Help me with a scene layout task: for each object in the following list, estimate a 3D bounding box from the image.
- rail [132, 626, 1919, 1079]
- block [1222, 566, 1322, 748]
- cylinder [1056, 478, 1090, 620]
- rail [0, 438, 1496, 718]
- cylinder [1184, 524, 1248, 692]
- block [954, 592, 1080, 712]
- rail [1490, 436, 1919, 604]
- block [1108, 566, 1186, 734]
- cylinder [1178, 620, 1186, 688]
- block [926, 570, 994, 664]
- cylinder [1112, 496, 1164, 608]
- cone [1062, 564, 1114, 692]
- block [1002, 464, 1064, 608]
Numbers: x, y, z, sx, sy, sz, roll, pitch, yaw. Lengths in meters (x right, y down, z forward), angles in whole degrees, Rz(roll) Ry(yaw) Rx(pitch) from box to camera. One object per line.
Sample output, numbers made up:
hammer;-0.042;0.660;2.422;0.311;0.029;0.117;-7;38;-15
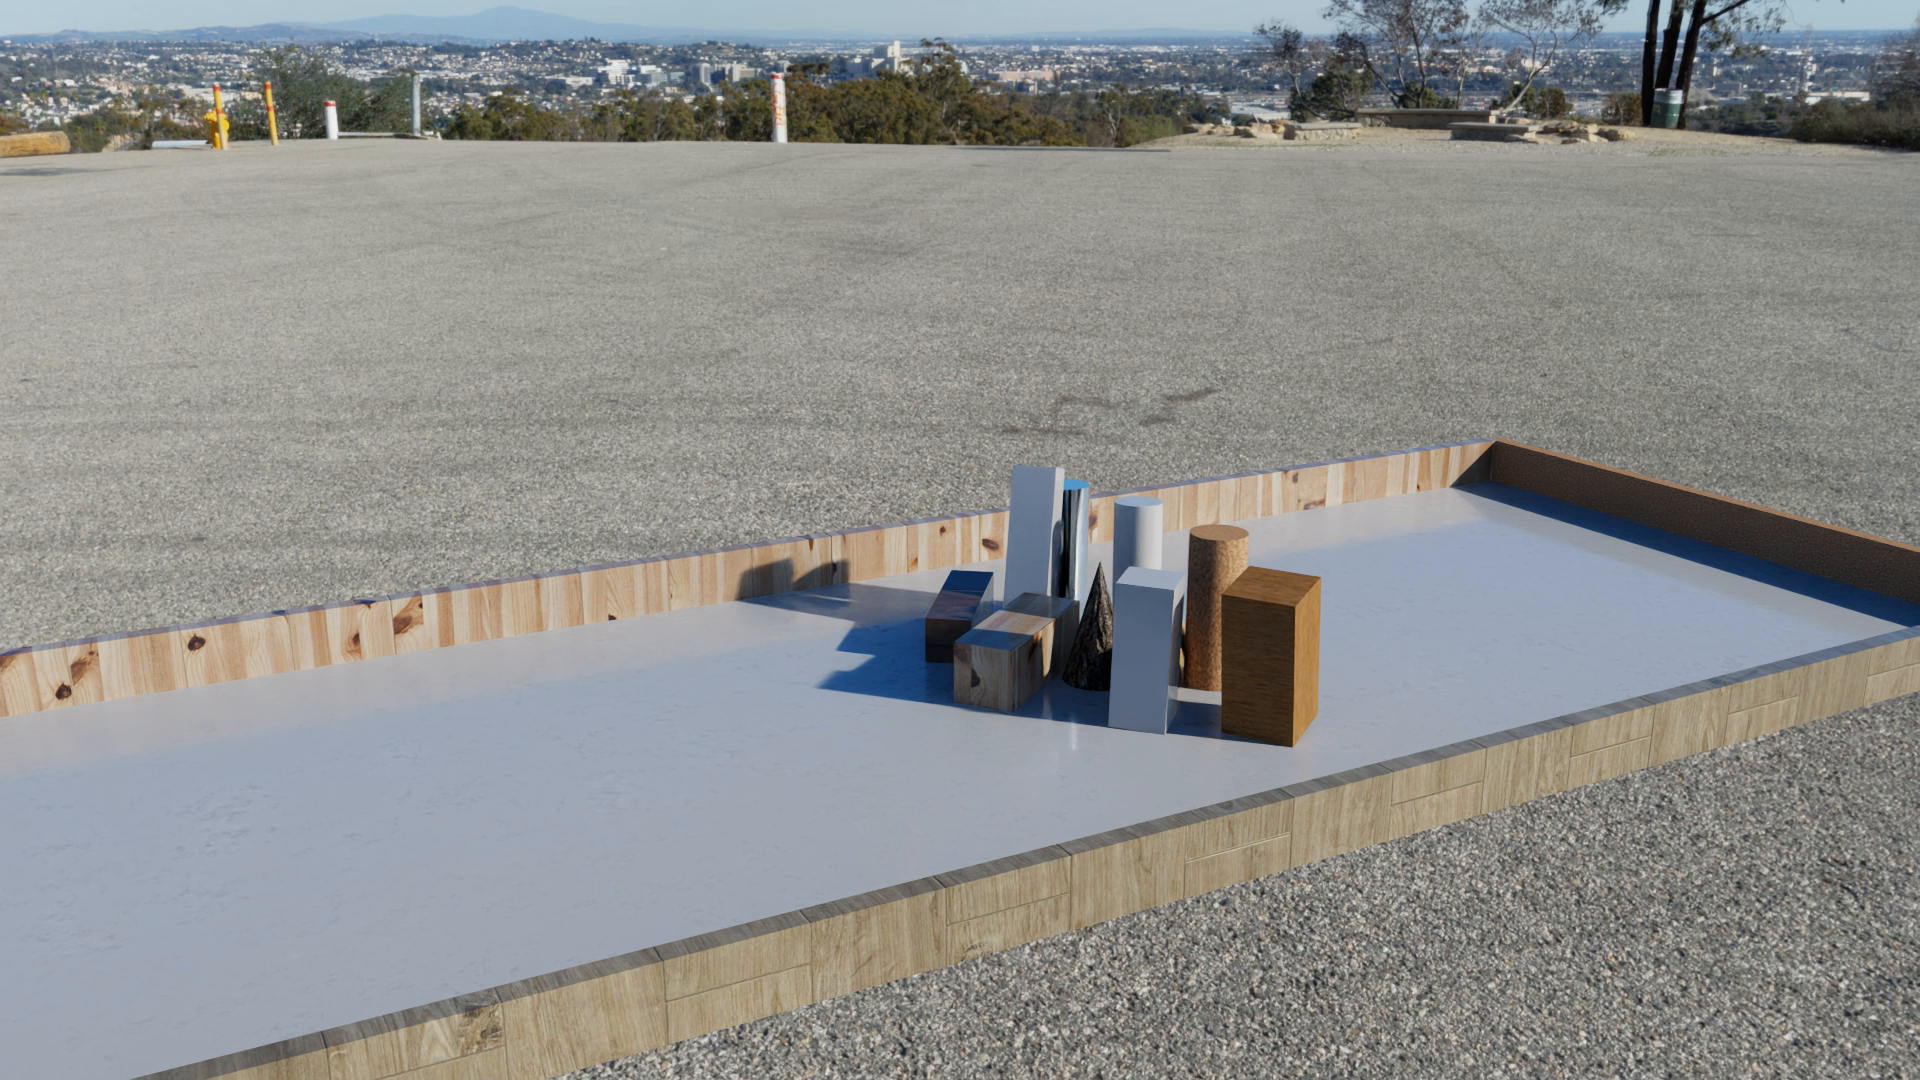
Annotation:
rail;-2.336;1.006;1.665;12.000;0.150;0.050;-9;18;-27
block;0.715;0.266;3.792;0.173;0.353;0.173;9;26;29
cylinder;0.282;0.029;4.577;0.146;0.376;0.146;1;14;0
rail;-3.305;0.497;3.399;12.000;0.150;0.050;-9;18;-27
cylinder;0.635;0.168;4.094;0.144;0.389;0.144;0;16;0
block;0.148;0.275;4.140;0.156;0.156;0.423;8;18;25
rail;2.466;-0.048;5.253;0.050;0.150;2.100;-9;18;-27
block;0.436;0.257;3.848;0.135;0.354;0.135;7;18;17
cylinder;0.490;0.282;4.139;0.144;0.144;0.322;3;17;9
block;0.003;0.203;4.451;0.120;0.120;0.419;3;17;9
cylinder;0.469;0.086;4.370;0.129;0.384;0.129;0;13;0
cone;0.346;0.199;4.121;0.175;0.313;0.175;0;16;0
block;0.196;0.030;4.423;0.117;0.453;0.117;4;2;15
